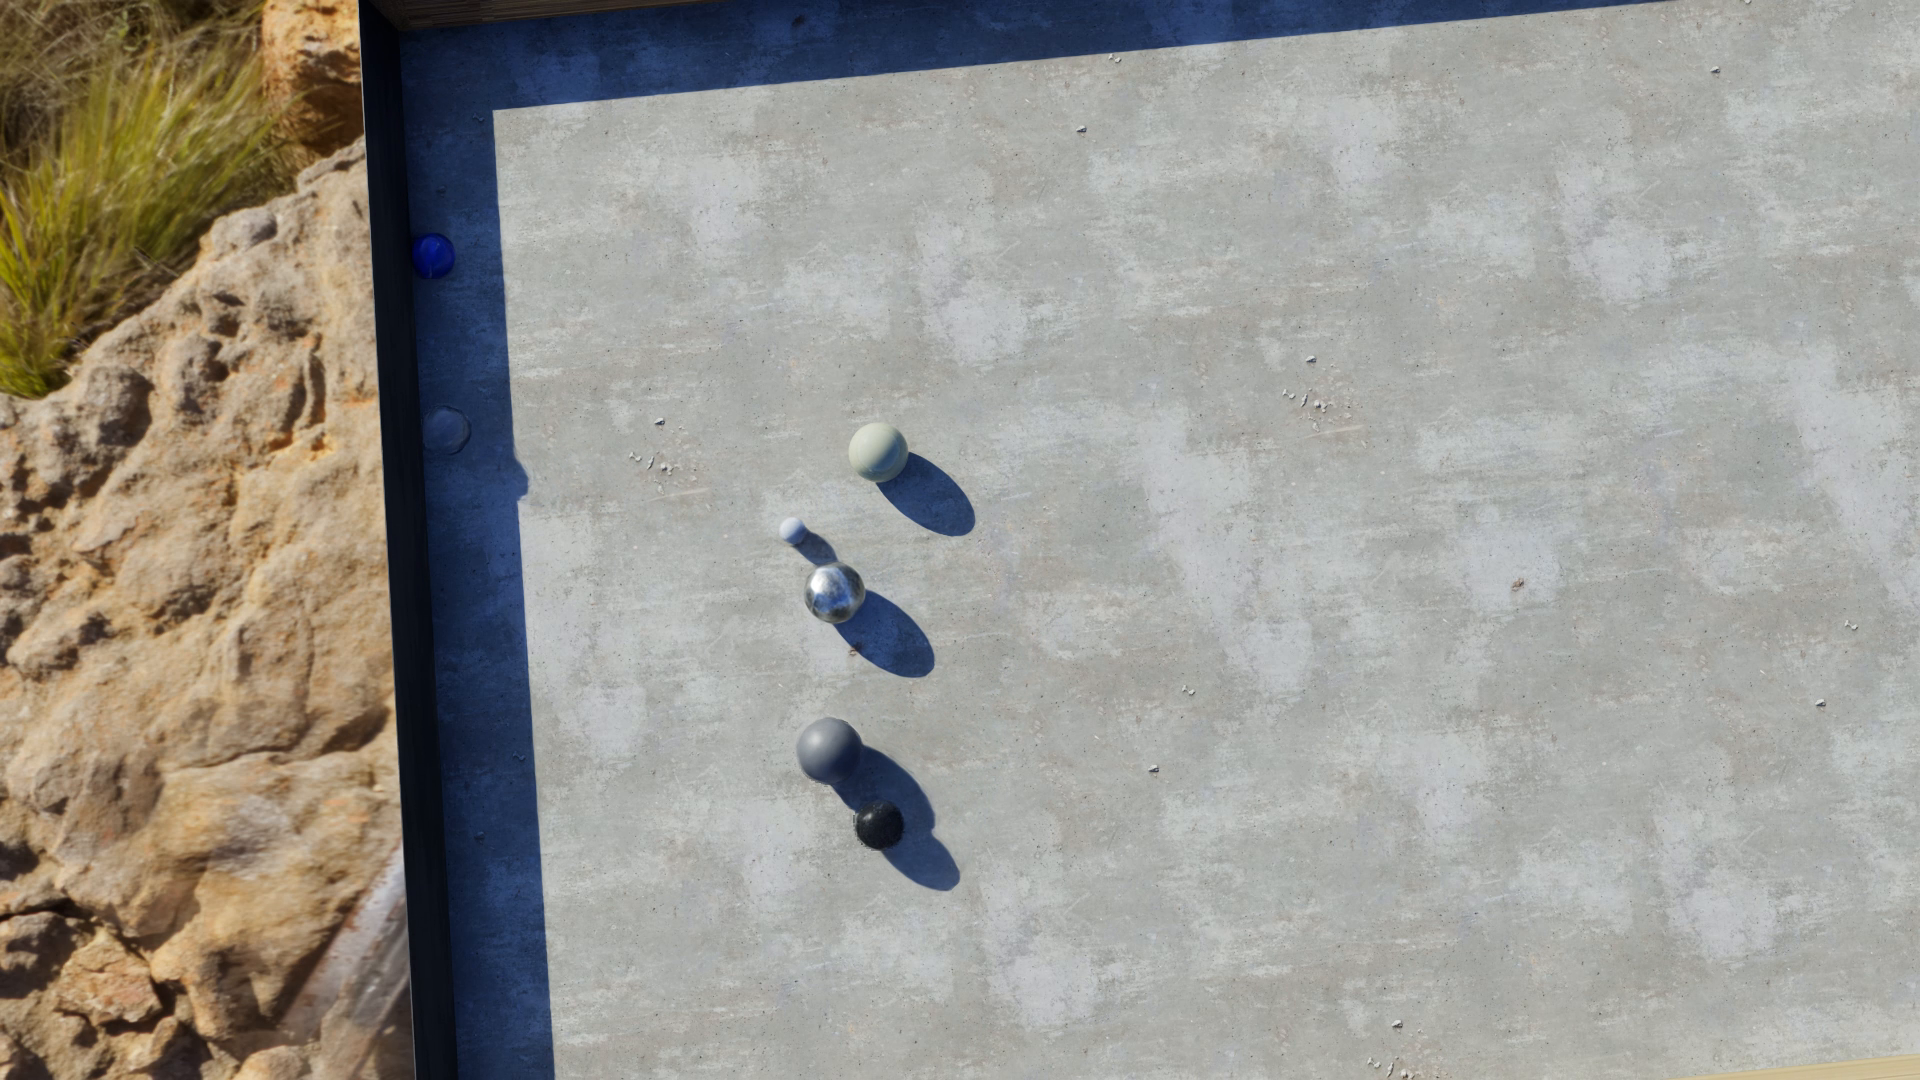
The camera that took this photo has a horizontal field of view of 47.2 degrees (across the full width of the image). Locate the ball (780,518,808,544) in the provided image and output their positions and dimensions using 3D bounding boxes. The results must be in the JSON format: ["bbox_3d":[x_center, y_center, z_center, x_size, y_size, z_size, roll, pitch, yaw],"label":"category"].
[{"bbox_3d":[-0.250,-0.013,3.301,0.040,0.040,0.040,0,80,0],"label":"ball"}]

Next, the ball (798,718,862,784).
[{"bbox_3d":[-0.190,0.308,3.216,0.096,0.096,0.096,0,80,0],"label":"ball"}]

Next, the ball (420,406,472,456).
[{"bbox_3d":[-0.774,-0.165,3.310,0.076,0.076,0.076,0,80,0],"label":"ball"}]

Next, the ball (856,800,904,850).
[{"bbox_3d":[-0.117,0.415,3.209,0.072,0.072,0.072,0,80,0],"label":"ball"}]

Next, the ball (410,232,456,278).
[{"bbox_3d":[-0.806,-0.435,3.360,0.070,0.070,0.070,0,80,0],"label":"ball"}]

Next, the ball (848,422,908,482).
[{"bbox_3d":[-0.122,-0.131,3.296,0.090,0.090,0.090,0,80,0],"label":"ball"}]

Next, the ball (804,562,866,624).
[{"bbox_3d":[-0.186,0.078,3.258,0.092,0.092,0.092,0,80,0],"label":"ball"}]

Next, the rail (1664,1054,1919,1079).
[{"bbox_3d":[0.915,0.795,3.115,3.325,0.124,0.045,-6,80,-1],"label":"rail"}]

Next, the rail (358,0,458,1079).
[{"bbox_3d":[-0.804,0.073,3.242,0.045,0.124,1.842,-6,80,-1],"label":"rail"}]

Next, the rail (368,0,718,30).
[{"bbox_3d":[0.740,-0.964,3.424,3.325,0.124,0.045,-6,80,-1],"label":"rail"}]
